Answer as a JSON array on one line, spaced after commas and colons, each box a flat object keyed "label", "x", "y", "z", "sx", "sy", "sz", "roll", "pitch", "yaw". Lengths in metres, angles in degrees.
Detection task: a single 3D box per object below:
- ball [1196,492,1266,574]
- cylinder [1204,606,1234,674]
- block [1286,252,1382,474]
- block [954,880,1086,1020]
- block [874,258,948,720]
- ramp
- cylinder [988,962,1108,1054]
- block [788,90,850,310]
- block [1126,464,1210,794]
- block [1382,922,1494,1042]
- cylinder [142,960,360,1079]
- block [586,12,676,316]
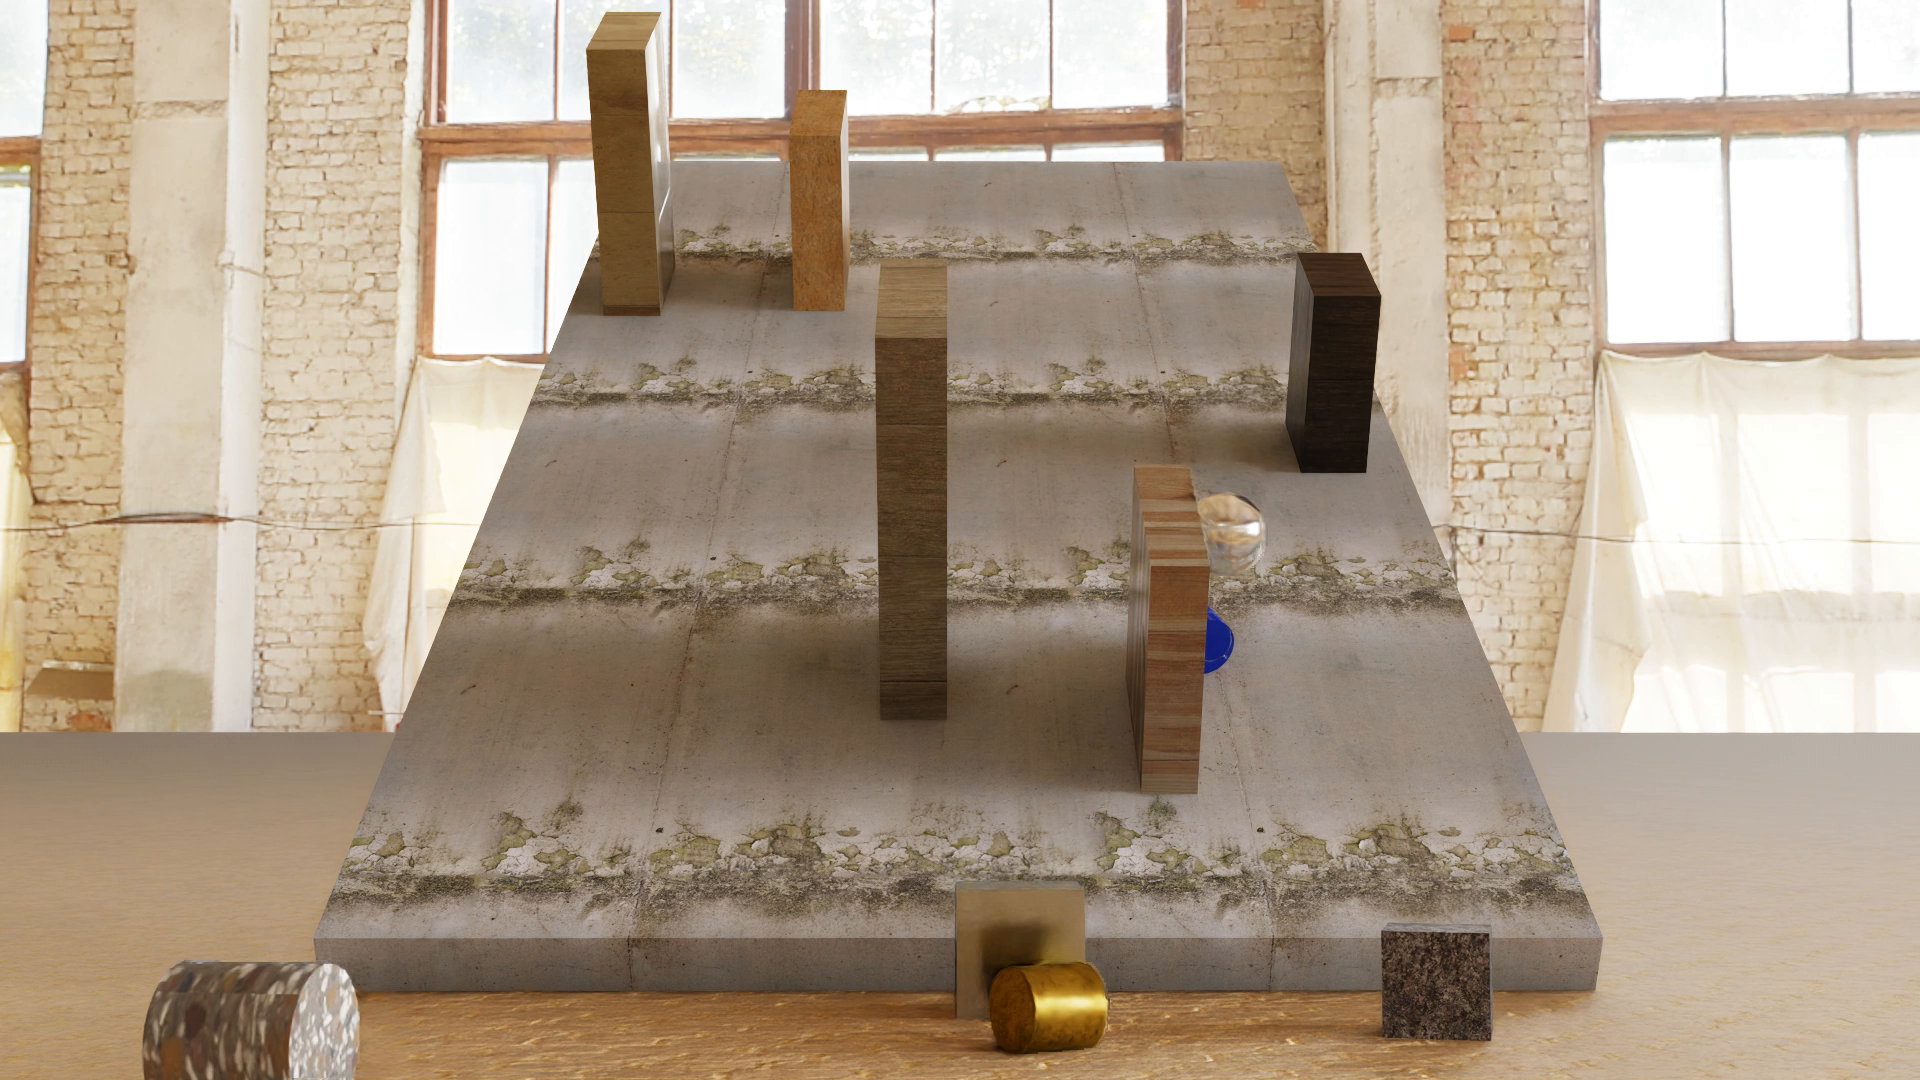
[{"label": "ball", "x": 0.532, "y": -0.014, "z": 4.749, "sx": 0.165, "sy": 0.165, "sz": 0.165, "roll": 0, "pitch": -4, "yaw": 0}, {"label": "cylinder", "x": 0.439, "y": 0.175, "z": 4.427, "sx": 0.113, "sy": 0.113, "sz": 0.113, "roll": 2, "pitch": 24, "yaw": -21}, {"label": "block", "x": 0.823, "y": -0.394, "z": 5.236, "sx": 0.143, "sy": 0.415, "sz": 0.274, "roll": 0, "pitch": 26, "yaw": 0}, {"label": "block", "x": 0.085, "y": 0.594, "z": 3.437, "sx": 0.182, "sy": 0.182, "sz": 0.182, "roll": 0, "pitch": -4, "yaw": -1}, {"label": "block", "x": -0.083, "y": -0.092, "z": 4.261, "sx": 0.120, "sy": 0.737, "sz": 0.390, "roll": 0, "pitch": 26, "yaw": 0}, {"label": "ramp", "x": -0.010, "y": -0.228, "z": 5.475, "sx": 2.000, "sy": 0.100, "sz": 4.000, "roll": 0, "pitch": 26, "yaw": 0}, {"label": "cylinder", "x": 0.112, "y": 0.598, "z": 3.021, "sx": 0.109, "sy": 0.109, "sz": 0.109, "roll": 3, "pitch": -5, "yaw": -32}, {"label": "block", "x": -0.363, "y": -0.892, "z": 6.174, "sx": 0.129, "sy": 0.465, "sz": 0.418, "roll": 0, "pitch": 26, "yaw": 0}, {"label": "block", "x": 0.357, "y": 0.150, "z": 4.113, "sx": 0.096, "sy": 0.437, "sz": 0.397, "roll": 0, "pitch": 26, "yaw": 0}, {"label": "block", "x": 0.648, "y": 0.596, "z": 3.200, "sx": 0.141, "sy": 0.141, "sz": 0.141, "roll": -1, "pitch": -5, "yaw": 14}, {"label": "cylinder", "x": -0.749, "y": 0.530, "z": 2.505, "sx": 0.164, "sy": 0.164, "sz": 0.164, "roll": -1, "pitch": -5, "yaw": 11}, {"label": "block", "x": -0.840, "y": -0.968, "z": 6.070, "sx": 0.144, "sy": 0.691, "sz": 0.377, "roll": 0, "pitch": 26, "yaw": 0}]
